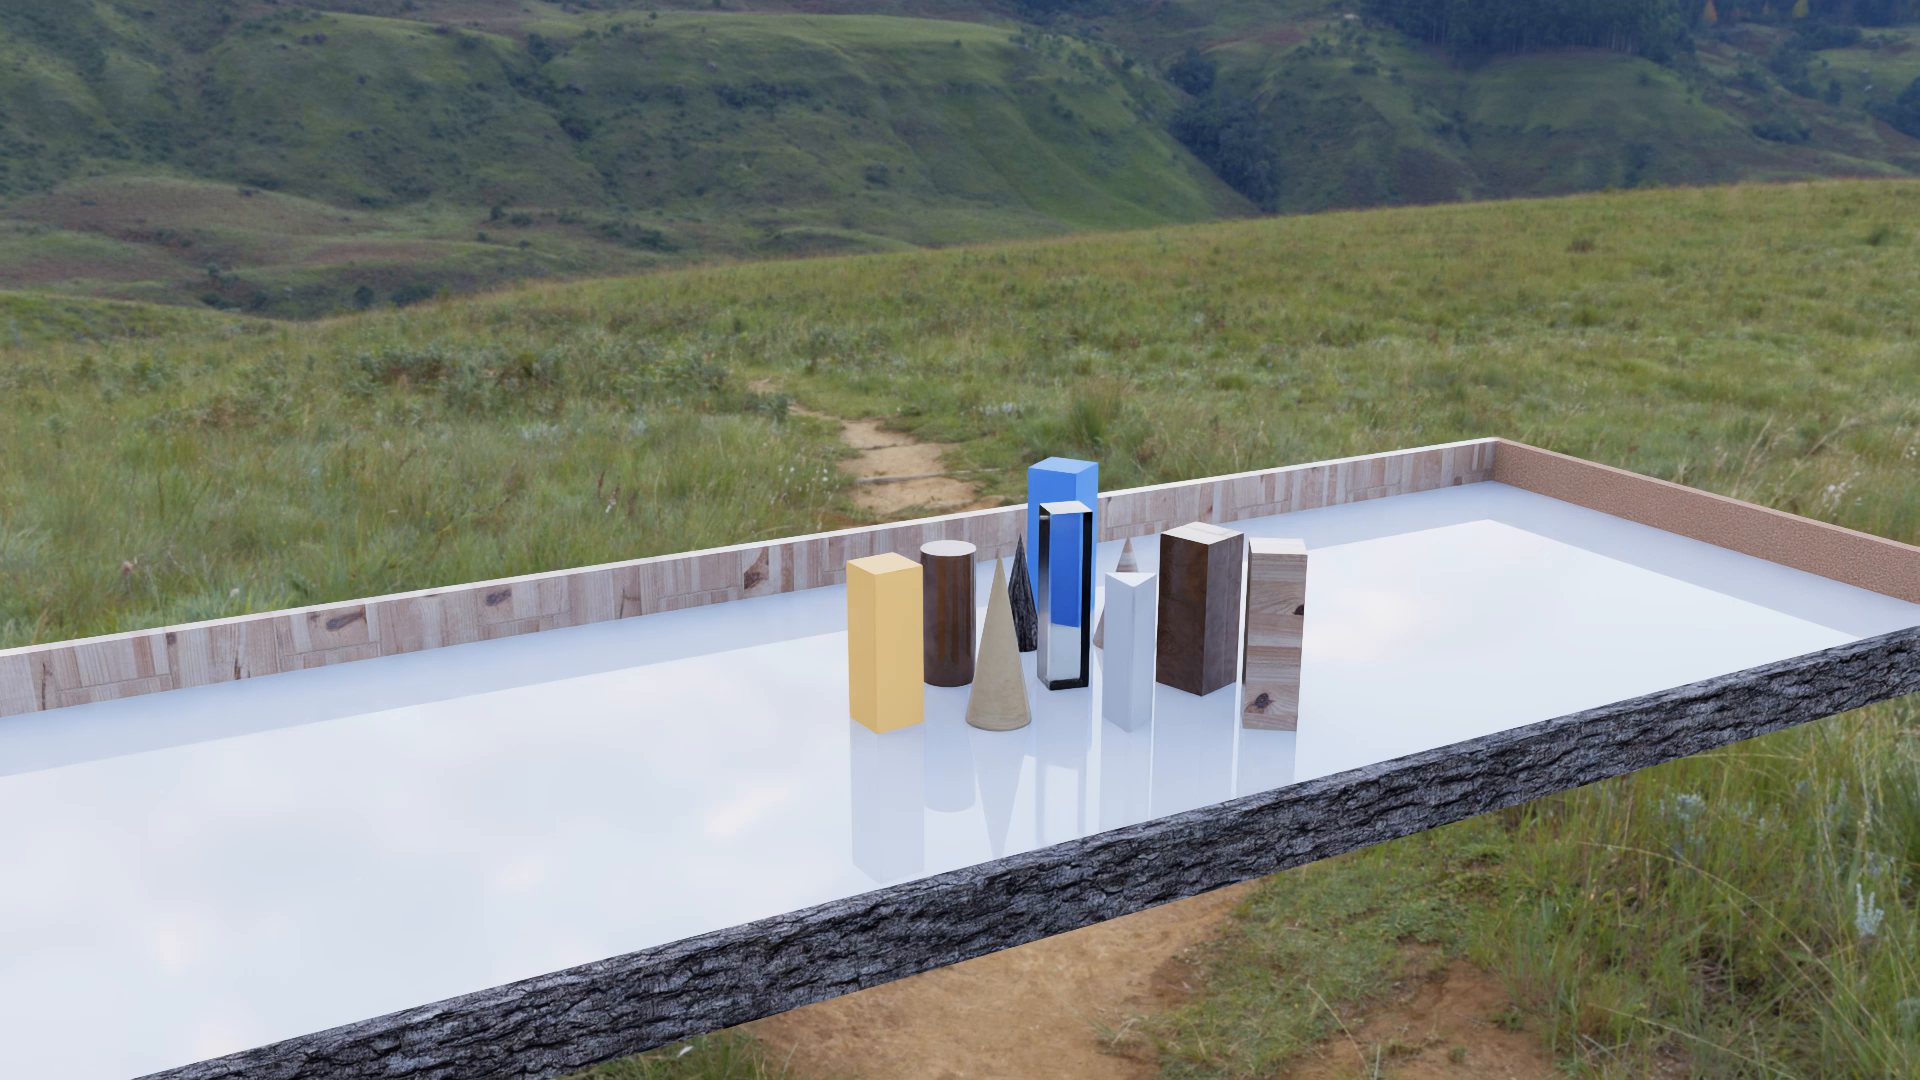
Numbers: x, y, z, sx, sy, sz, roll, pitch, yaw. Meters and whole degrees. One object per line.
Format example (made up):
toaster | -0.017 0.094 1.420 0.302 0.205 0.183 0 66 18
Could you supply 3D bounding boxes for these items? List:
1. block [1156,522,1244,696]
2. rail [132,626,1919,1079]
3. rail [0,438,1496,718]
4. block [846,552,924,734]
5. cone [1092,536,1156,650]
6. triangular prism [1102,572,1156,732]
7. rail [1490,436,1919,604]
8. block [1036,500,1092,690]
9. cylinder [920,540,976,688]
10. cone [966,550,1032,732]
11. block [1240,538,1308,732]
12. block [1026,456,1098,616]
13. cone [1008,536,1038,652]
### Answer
block | 0.593 0.169 4.090 0.145 0.389 0.145 16 22 42
rail | -2.336 1.006 1.665 12.000 0.150 0.050 -9 18 -27
rail | -3.305 0.497 3.399 12.000 0.150 0.050 -9 18 -27
block | -0.174 0.239 3.853 0.128 0.387 0.128 -11 20 -32
cone | 0.443 0.127 4.381 0.174 0.305 0.174 0 16 0
triangular prism | 0.381 0.255 3.855 0.102 0.357 0.118 10 19 31
rail | 2.466 -0.048 5.253 0.050 0.150 2.100 -9 18 -27
block | 0.258 0.138 4.080 0.102 0.453 0.102 -4 17 -15
cylinder | -0.029 0.184 4.125 0.139 0.341 0.139 0 16 0
cone | 0.091 0.220 3.854 0.159 0.424 0.159 0 16 0
block | 0.729 0.220 3.845 0.124 0.430 0.124 2 16 6
block | 0.285 -0.002 4.604 0.145 0.427 0.145 9 19 28
cone | 0.158 0.129 4.364 0.126 0.312 0.126 0 16 0
